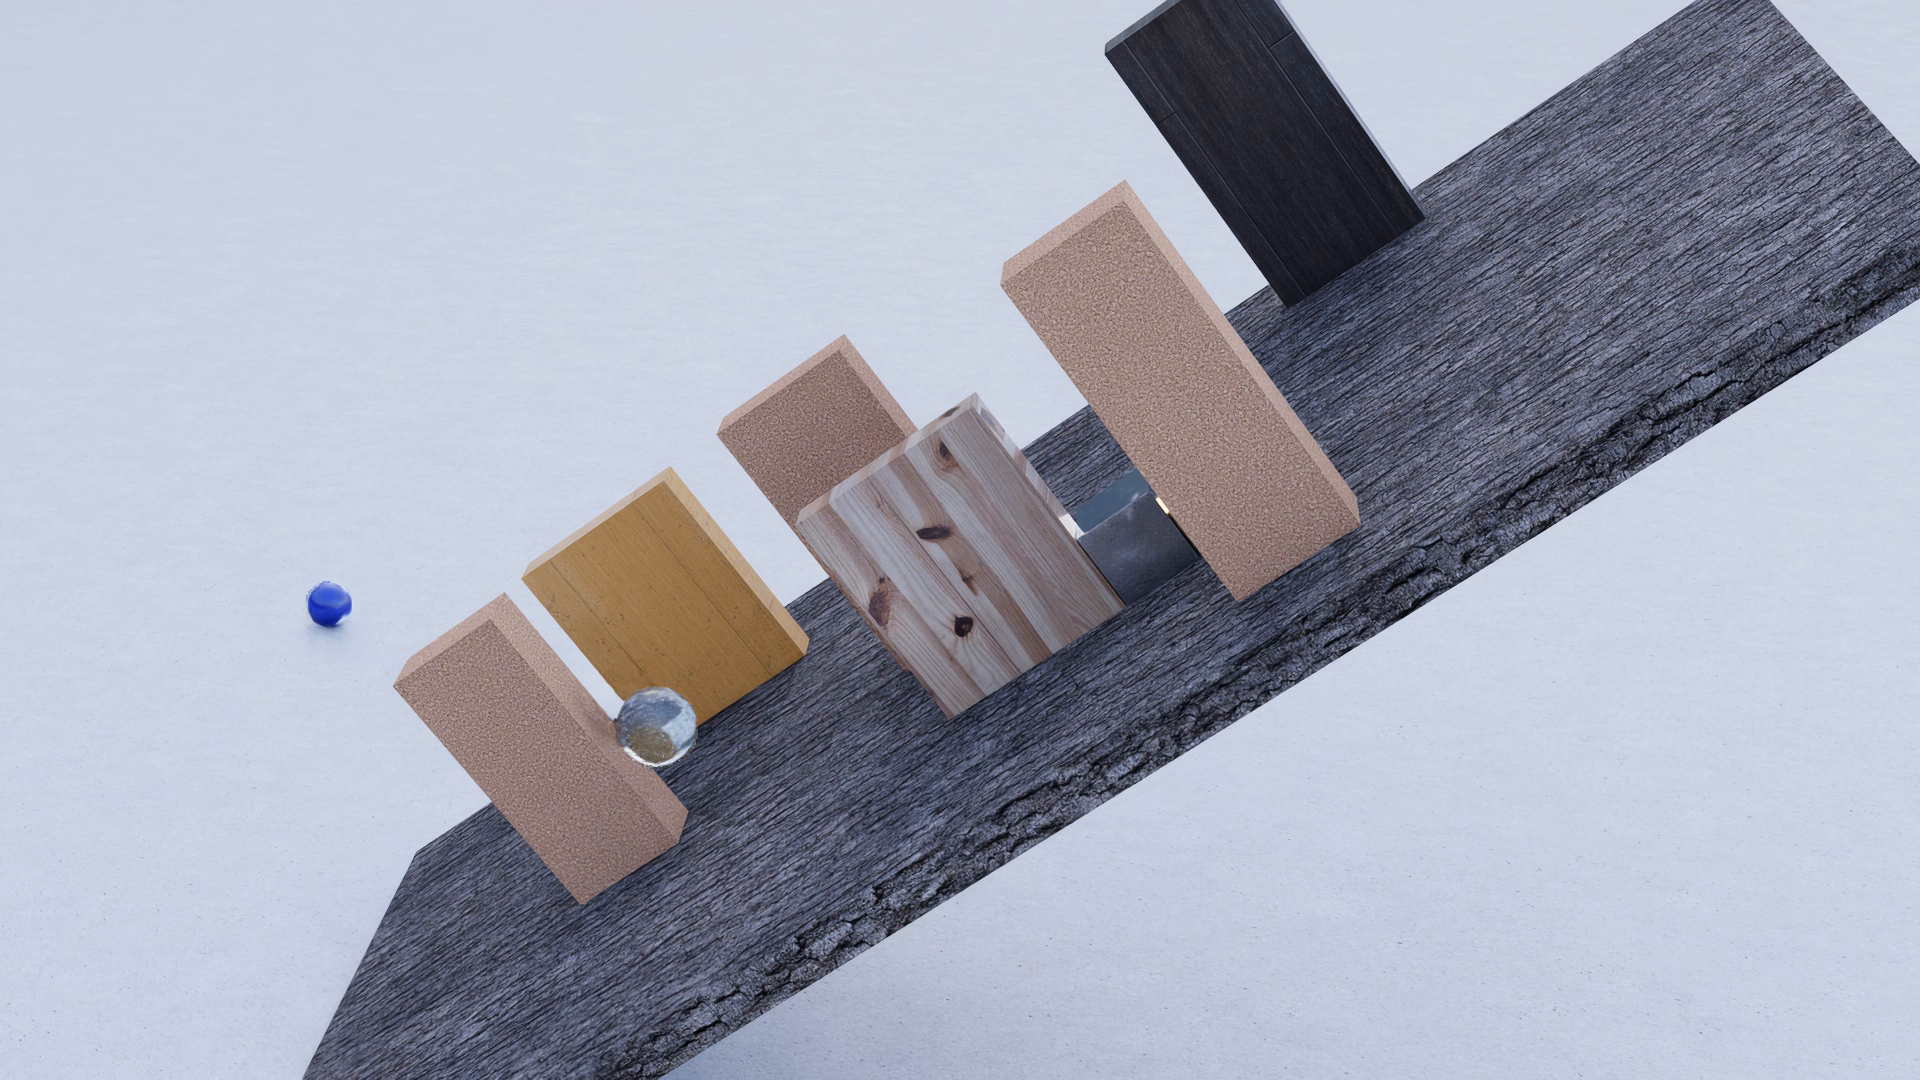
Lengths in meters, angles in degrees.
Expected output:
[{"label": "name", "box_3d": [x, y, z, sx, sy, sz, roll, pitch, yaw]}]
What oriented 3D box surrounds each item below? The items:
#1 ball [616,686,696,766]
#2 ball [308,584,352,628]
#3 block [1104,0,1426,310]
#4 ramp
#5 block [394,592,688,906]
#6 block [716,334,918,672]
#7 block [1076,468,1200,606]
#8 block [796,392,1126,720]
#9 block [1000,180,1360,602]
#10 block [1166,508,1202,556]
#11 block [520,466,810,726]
[{"label": "ball", "box_3d": [-0.663, 0.407, 6.430, 0.175, 0.175, 0.175, 0, 22, 0]}, {"label": "ball", "box_3d": [-1.998, 0.206, 9.323, 0.140, 0.140, 0.140, 0, 22, 0]}, {"label": "block", "box_3d": [0.692, -0.927, 6.665, 0.375, 0.730, 0.108, -33, 16, 16]}, {"label": "ramp", "box_3d": [0.132, 0.177, 6.315, 4.000, 0.100, 2.000, -33, 16, 16]}, {"label": "block", "box_3d": [-0.911, 0.459, 6.427, 0.276, 0.646, 0.146, -33, 16, 16]}, {"label": "block", "box_3d": [-0.181, -0.074, 6.282, 0.327, 0.669, 0.107, -33, 16, 16]}, {"label": "block", "box_3d": [0.353, -0.013, 5.850, 0.174, 0.174, 0.174, -34, 16, 14]}, {"label": "block", "box_3d": [0.005, 0.036, 5.843, 0.435, 0.514, 0.085, -33, 16, 16]}, {"label": "block", "box_3d": [0.406, -0.267, 5.375, 0.271, 0.749, 0.141, -33, 16, 16]}, {"label": "block", "box_3d": [0.486, -0.061, 5.806, 0.113, 0.113, 0.113, -34, 16, 14]}, {"label": "block", "box_3d": [-0.698, 0.164, 6.994, 0.435, 0.541, 0.097, -33, 16, 16]}]
